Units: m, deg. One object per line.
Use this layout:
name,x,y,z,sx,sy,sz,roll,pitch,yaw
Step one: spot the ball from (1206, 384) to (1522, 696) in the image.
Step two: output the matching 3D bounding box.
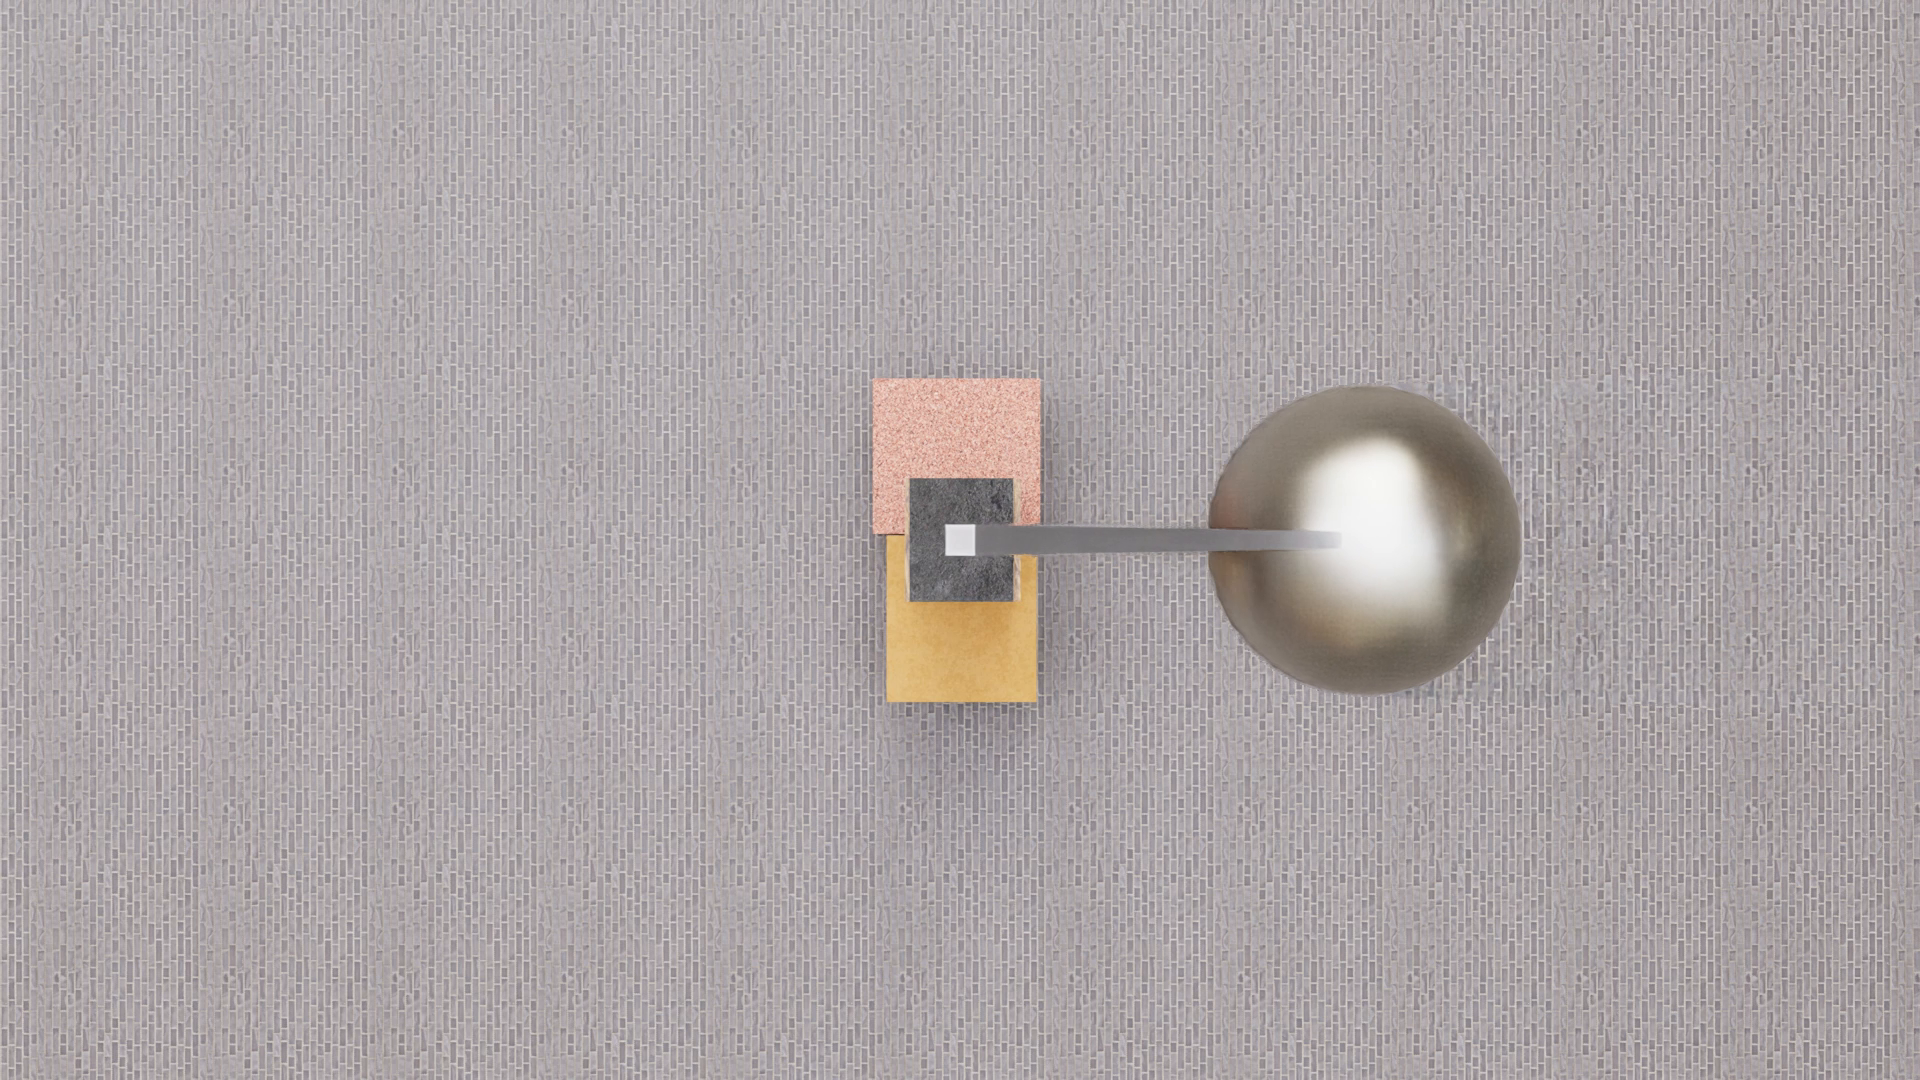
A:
ball,2.074,0.000,11.345,1.600,1.600,1.600,0,90,0

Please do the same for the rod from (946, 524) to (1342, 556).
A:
rod,0.899,0.000,8.155,0.080,5.200,0.080,0,90,20

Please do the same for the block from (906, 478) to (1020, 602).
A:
block,0.015,0.000,11.823,0.603,0.722,0.638,0,90,0

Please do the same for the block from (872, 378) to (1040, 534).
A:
block,-0.019,-0.466,12.610,0.930,0.780,0.863,0,90,0

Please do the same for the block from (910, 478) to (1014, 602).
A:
block,0.007,0.000,11.160,0.514,0.603,0.611,0,90,0

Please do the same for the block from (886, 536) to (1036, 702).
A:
block,0.010,0.436,12.592,0.830,0.817,0.922,0,90,0
